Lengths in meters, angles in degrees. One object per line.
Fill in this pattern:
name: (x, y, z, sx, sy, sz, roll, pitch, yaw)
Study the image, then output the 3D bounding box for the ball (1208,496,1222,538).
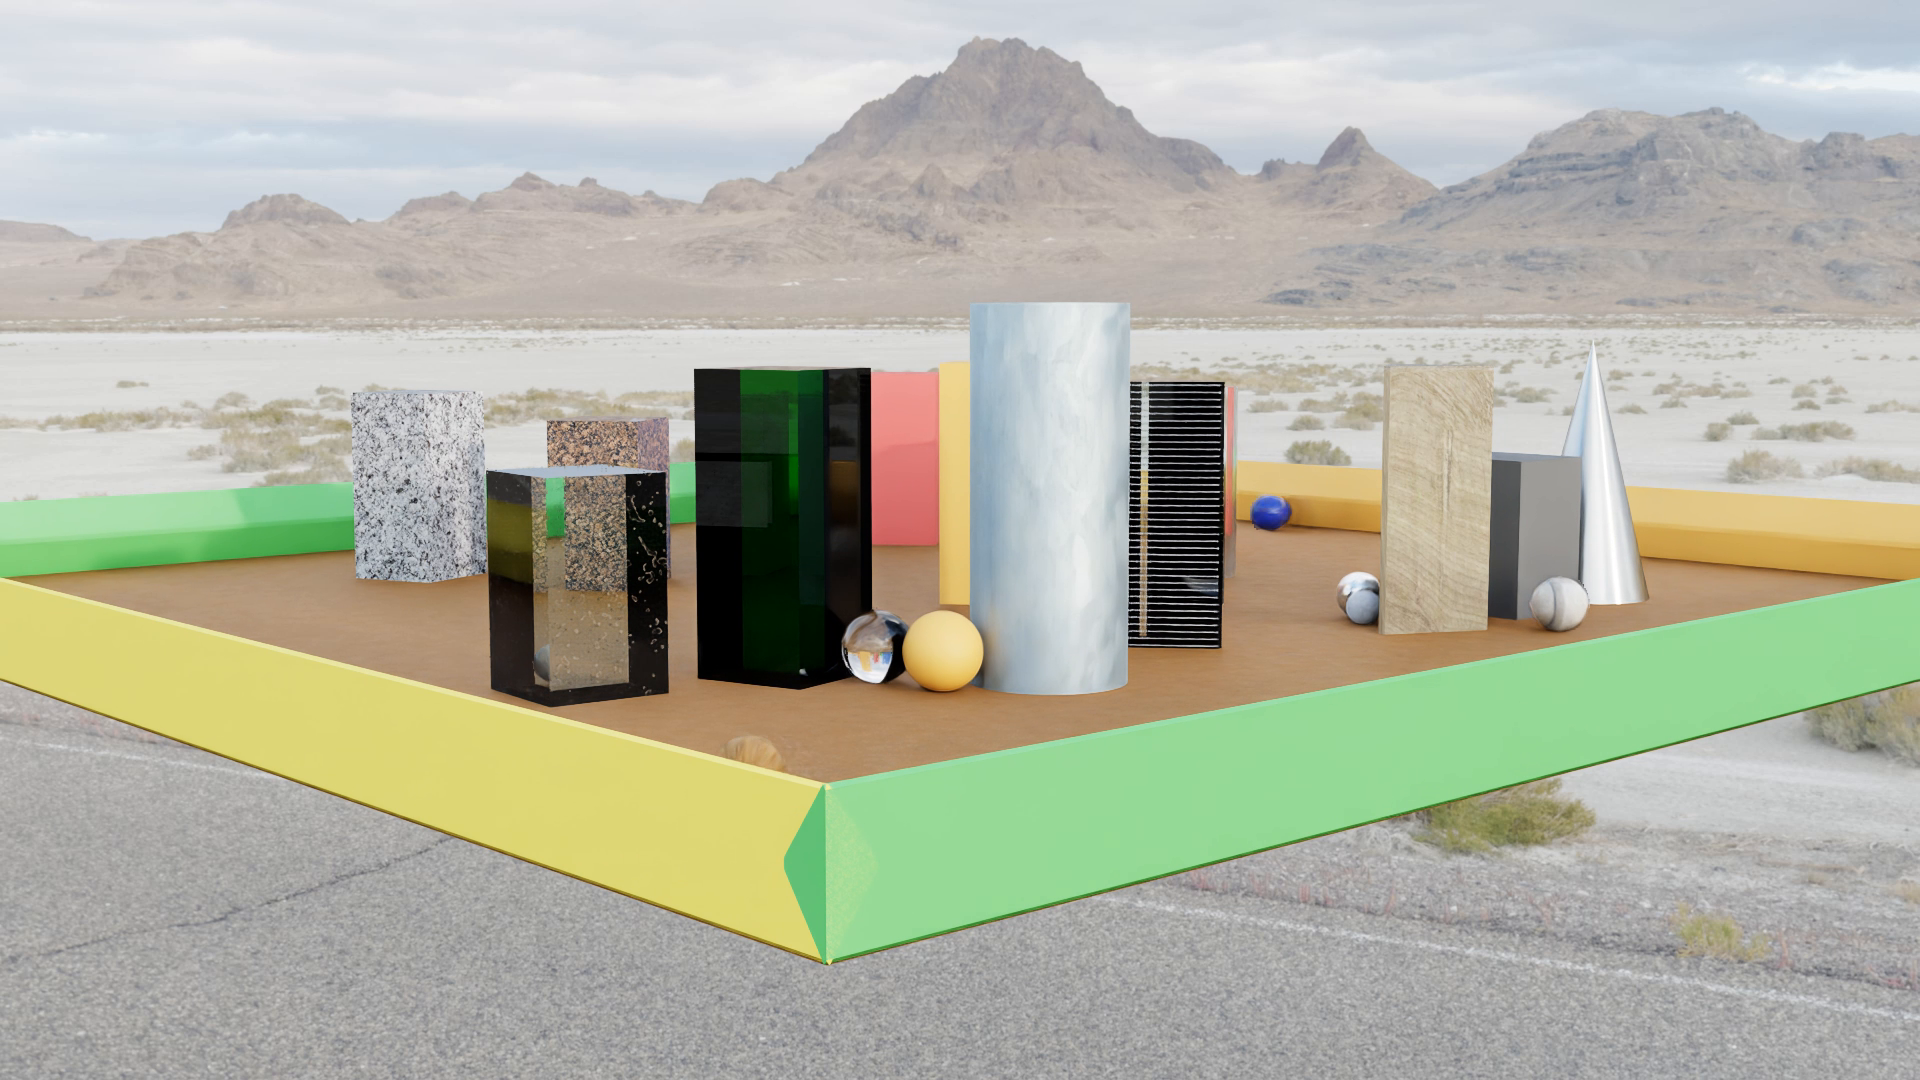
ball: (0.457, -0.043, 4.208, 0.091, 0.091, 0.091, 0, 6, 0)

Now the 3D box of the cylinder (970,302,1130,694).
cylinder: (0.106, -0.055, 2.608, 0.189, 0.450, 0.189, 0, 6, 0)

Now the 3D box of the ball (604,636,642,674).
ball: (-0.411, 0.141, 2.680, 0.046, 0.046, 0.046, 0, 6, 0)

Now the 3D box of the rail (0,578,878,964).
rail: (-0.956, 0.125, 2.455, 0.045, 0.123, 2.605, -6, 8, -42)

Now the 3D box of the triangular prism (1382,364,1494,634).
triangular prism: (0.634, -0.062, 3.079, 0.164, 0.365, 0.142, -2, 6, -17)

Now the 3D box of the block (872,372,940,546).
block: (-0.113, -0.158, 4.201, 0.151, 0.321, 0.151, 1, 6, 6)

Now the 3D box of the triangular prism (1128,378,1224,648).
triangular prism: (0.269, -0.040, 2.944, 0.164, 0.349, 0.142, 1, 6, 7)

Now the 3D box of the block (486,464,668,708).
block: (-0.444, 0.048, 2.549, 0.151, 0.257, 0.151, -5, 8, -37)

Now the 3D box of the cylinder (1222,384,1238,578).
cylinder: (0.368, -0.100, 3.676, 0.189, 0.315, 0.189, 0, 6, 0)

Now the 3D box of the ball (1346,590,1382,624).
ball: (0.570, 0.094, 3.101, 0.050, 0.050, 0.050, 0, 6, 0)

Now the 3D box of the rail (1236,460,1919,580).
rail: (0.956, -0.061, 4.210, 0.045, 0.123, 2.605, -6, 8, -42)

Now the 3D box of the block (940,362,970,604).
block: (0.055, -0.090, 3.360, 0.151, 0.362, 0.151, 1, 6, 8)

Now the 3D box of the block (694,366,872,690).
block: (-0.212, -0.021, 2.654, 0.151, 0.373, 0.151, 4, 7, 32)

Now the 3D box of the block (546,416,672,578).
block: (-0.567, -0.064, 3.565, 0.151, 0.266, 0.151, 1, 6, 11)

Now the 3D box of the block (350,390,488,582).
block: (-0.898, -0.093, 3.656, 0.151, 0.306, 0.151, 3, 7, 26)

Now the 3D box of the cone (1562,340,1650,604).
cone: (0.969, -0.110, 3.387, 0.189, 0.396, 0.189, 0, 6, 0)

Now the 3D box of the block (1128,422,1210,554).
block: (0.371, -0.099, 4.066, 0.151, 0.231, 0.151, 2, 6, 16)

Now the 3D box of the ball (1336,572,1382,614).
ball: (0.575, 0.079, 3.166, 0.067, 0.067, 0.067, 0, 6, 0)

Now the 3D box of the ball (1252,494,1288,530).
ball: (0.620, -0.054, 4.400, 0.072, 0.072, 0.072, 0, 6, 0)

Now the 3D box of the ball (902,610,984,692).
ball: (-0.020, 0.129, 2.557, 0.095, 0.095, 0.095, 0, 6, 0)

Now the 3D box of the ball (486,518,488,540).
ball: (-0.920, -0.037, 4.127, 0.094, 0.094, 0.094, 0, 6, 0)

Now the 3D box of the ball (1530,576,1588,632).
ball: (0.828, 0.088, 3.039, 0.076, 0.076, 0.076, 0, 6, 0)

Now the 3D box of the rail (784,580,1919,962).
rail: (0.867, 0.131, 2.398, 2.650, 0.123, 0.045, -6, 8, -42)

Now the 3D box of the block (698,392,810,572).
block: (-0.353, -0.102, 3.794, 0.151, 0.295, 0.151, 1, 6, 12)

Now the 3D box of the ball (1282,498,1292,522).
ball: (0.646, -0.058, 4.491, 0.060, 0.060, 0.060, 0, 6, 0)

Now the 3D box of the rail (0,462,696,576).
rail: (-0.867, -0.067, 4.267, 2.650, 0.123, 0.045, -6, 8, -42)

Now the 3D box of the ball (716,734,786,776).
ball: (-0.188, 0.207, 1.958, 0.066, 0.066, 0.066, 0, 6, 0)

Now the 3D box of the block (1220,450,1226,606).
block: (0.295, -0.016, 3.273, 0.151, 0.232, 0.151, 3, 7, 28)

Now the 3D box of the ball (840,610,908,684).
ball: (-0.098, 0.127, 2.616, 0.087, 0.087, 0.087, 0, 6, 0)

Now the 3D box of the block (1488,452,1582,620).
block: (0.803, -0.009, 3.237, 0.151, 0.227, 0.151, -5, 8, -41)
